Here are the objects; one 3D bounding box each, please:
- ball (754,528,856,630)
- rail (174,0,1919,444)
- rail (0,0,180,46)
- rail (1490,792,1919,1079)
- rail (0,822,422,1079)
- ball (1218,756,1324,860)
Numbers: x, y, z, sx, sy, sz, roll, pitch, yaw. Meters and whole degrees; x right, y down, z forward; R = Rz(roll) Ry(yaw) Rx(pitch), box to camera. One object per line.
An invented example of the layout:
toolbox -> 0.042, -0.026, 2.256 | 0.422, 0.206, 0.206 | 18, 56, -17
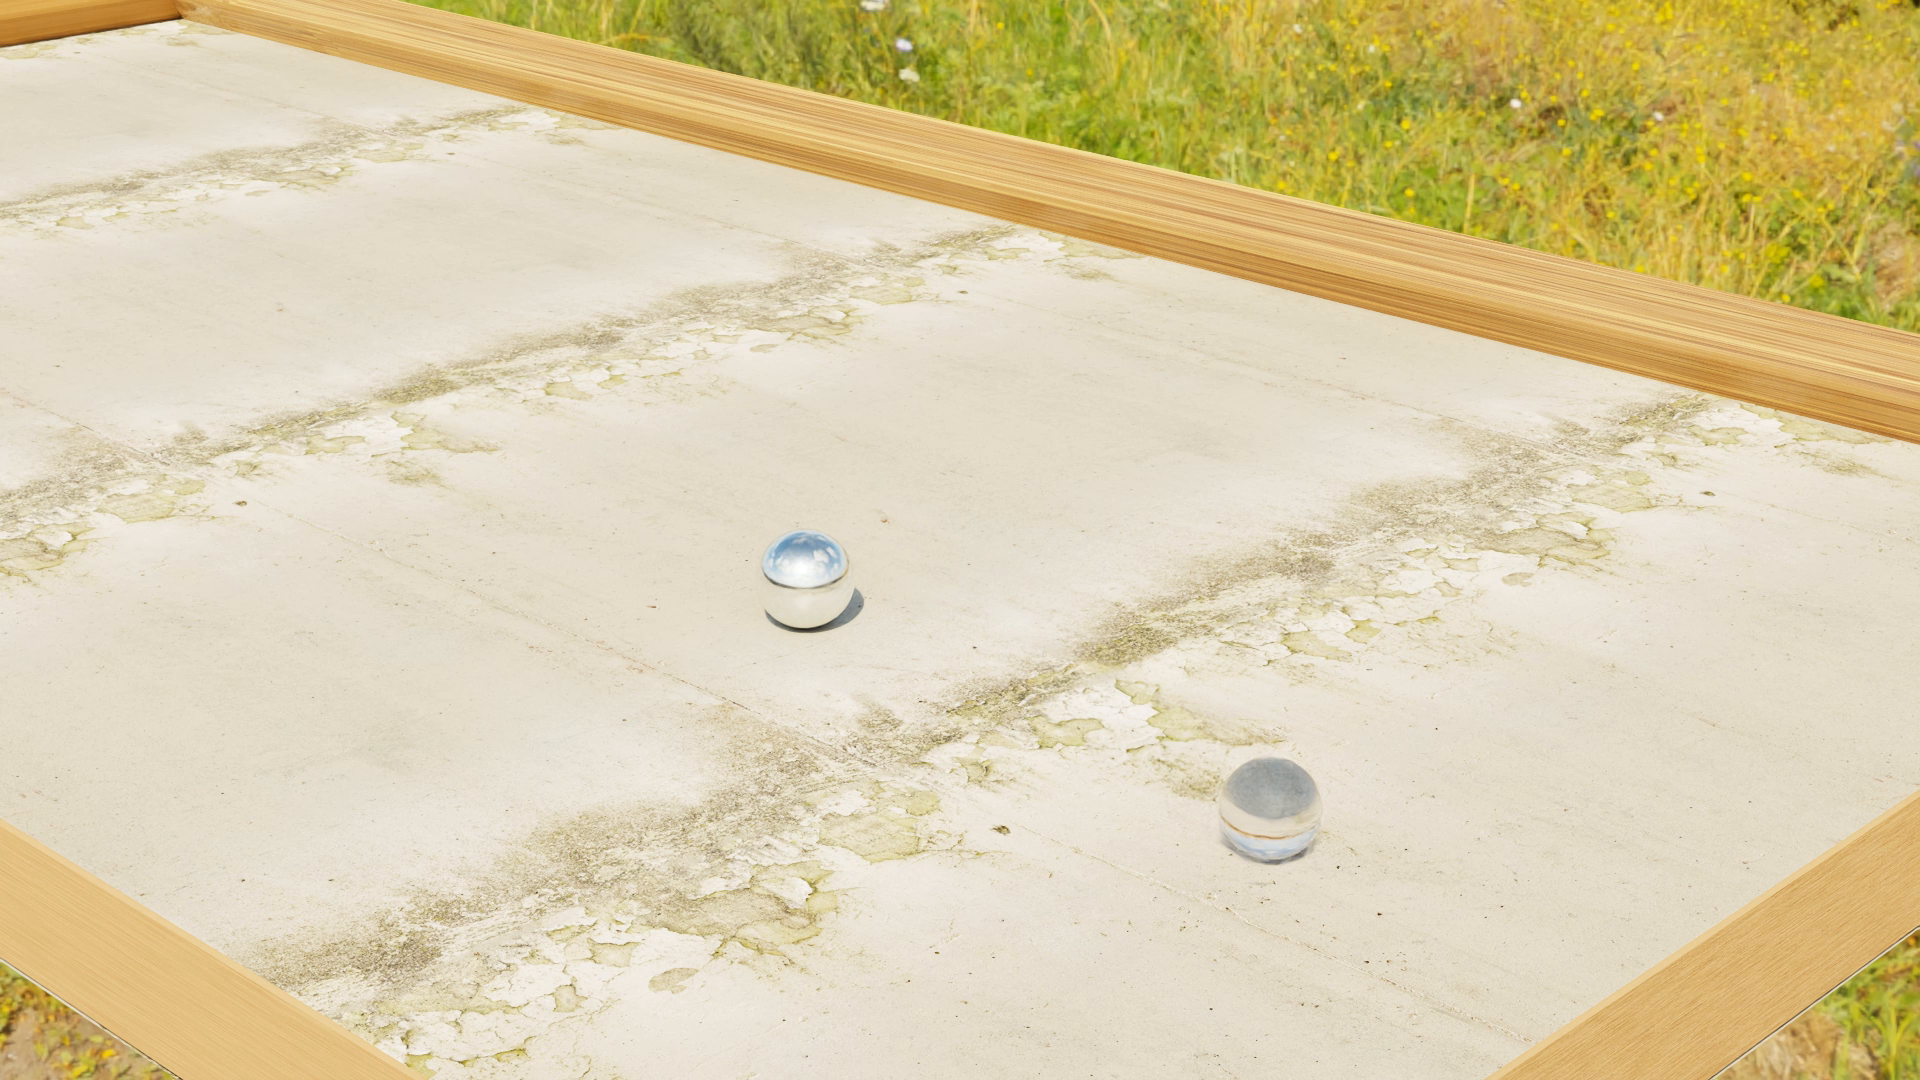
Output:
ball -> -0.133, 0.033, 2.525 | 0.086, 0.086, 0.086 | 0, 21, 0
rail -> -0.026, -0.485, 3.830 | 3.693, 0.112, 0.045 | 19, 28, 40
rail -> -1.979, -0.700, 4.390 | 0.045, 0.112, 1.892 | 19, 28, 40
rail -> 0.648, 0.209, 2.031 | 0.045, 0.112, 1.892 | 19, 28, 40
rail -> -1.305, -0.007, 2.590 | 3.693, 0.112, 0.045 | 19, 28, 40
ball -> 0.224, 0.194, 2.124 | 0.075, 0.075, 0.075 | 0, 21, 0
